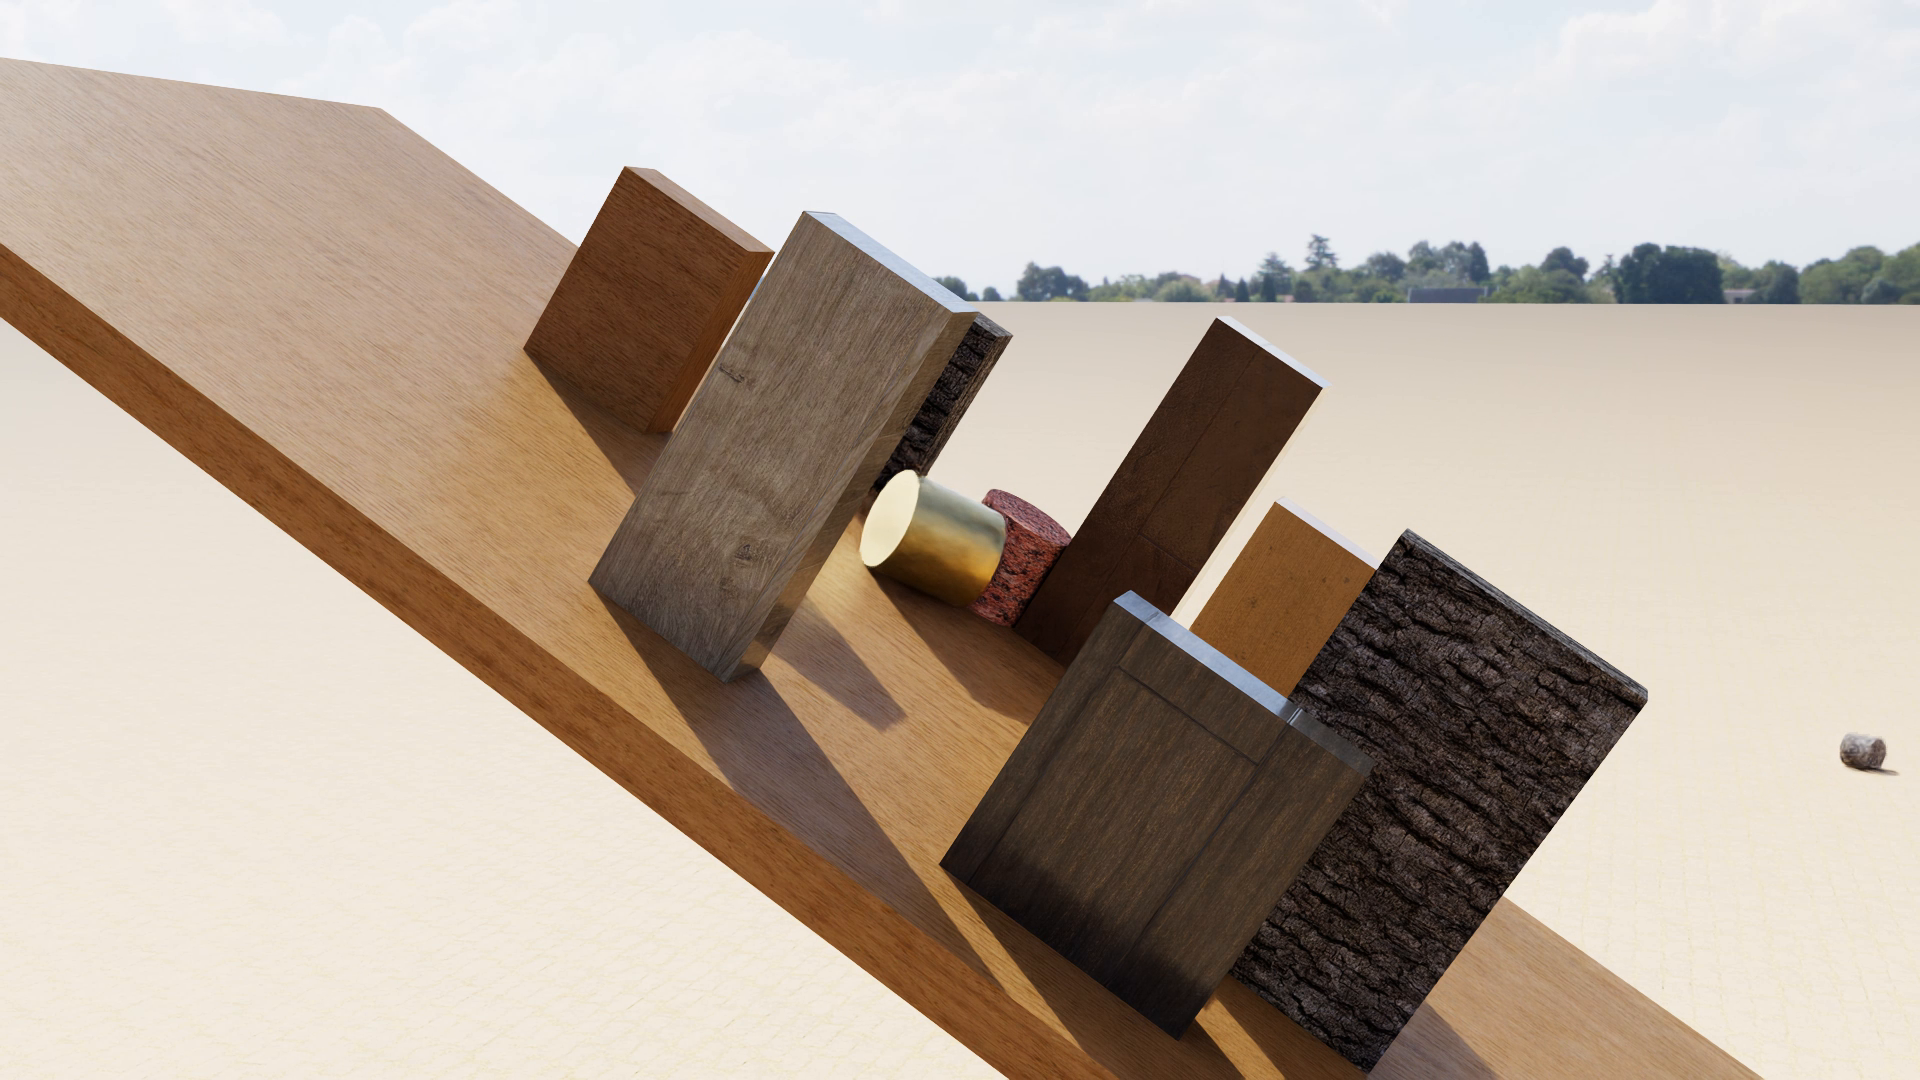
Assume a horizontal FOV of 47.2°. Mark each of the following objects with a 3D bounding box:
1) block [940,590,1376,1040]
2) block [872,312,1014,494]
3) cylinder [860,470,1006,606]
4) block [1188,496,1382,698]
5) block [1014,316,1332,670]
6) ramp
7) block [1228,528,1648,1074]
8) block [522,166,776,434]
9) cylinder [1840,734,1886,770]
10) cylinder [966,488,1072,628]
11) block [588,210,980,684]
[{"bbox_3d":[0.286,0.404,3.244,0.436,0.488,0.115,35,15,10],"label":"block"},{"bbox_3d":[-0.165,-0.372,4.892,0.374,0.439,0.134,35,15,10],"label":"block"},{"bbox_3d":[-0.054,-0.003,4.389,0.210,0.210,0.210,25,-4,-25],"label":"cylinder"},{"bbox_3d":[0.593,0.293,3.989,0.434,0.601,0.102,35,15,10],"label":"block"},{"bbox_3d":[0.429,-0.063,4.468,0.252,0.765,0.144,35,15,10],"label":"block"},{"bbox_3d":[-0.135,0.226,4.103,4.000,0.100,2.000,35,15,10],"label":"ramp"},{"bbox_3d":[0.679,0.416,3.491,0.442,0.746,0.100,35,15,10],"label":"block"},{"bbox_3d":[-0.614,-0.472,4.339,0.305,0.422,0.140,35,15,10],"label":"block"},{"bbox_3d":[3.396,0.797,8.275,0.118,0.118,0.118,-6,9,-39],"label":"cylinder"},{"bbox_3d":[0.093,0.038,4.561,0.207,0.207,0.207,30,15,-9],"label":"cylinder"},{"bbox_3d":[-0.281,-0.144,3.449,0.282,0.690,0.138,35,15,10],"label":"block"}]
